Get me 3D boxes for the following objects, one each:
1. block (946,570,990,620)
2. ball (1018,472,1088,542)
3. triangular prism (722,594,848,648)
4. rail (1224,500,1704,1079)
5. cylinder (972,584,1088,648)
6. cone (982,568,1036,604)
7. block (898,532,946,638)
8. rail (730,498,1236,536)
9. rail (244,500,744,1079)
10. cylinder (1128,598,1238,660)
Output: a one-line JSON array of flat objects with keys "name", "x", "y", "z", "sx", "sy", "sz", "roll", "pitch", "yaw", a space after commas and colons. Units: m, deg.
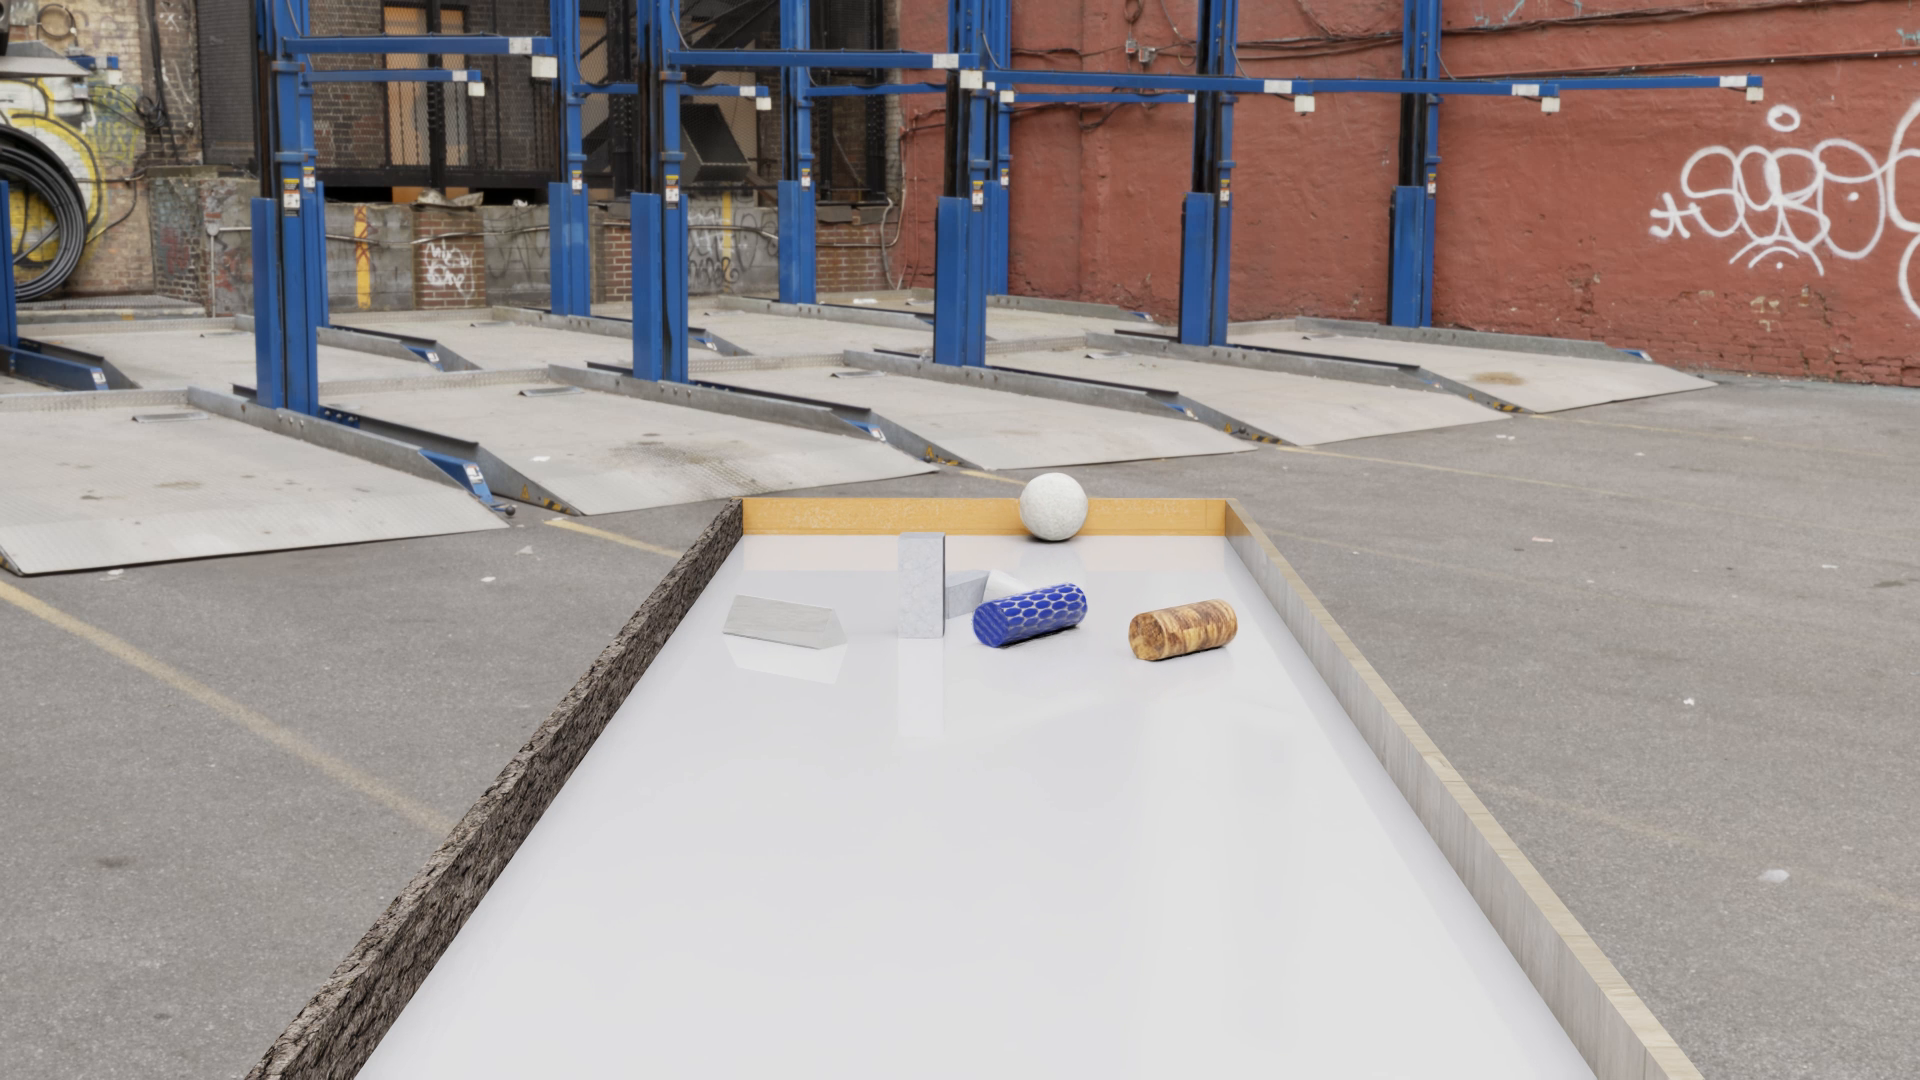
[{"name": "block", "x": 0.003, "y": 0.183, "z": 7.502, "sx": 0.110, "sy": 0.110, "sz": 0.339, "roll": 5, "pitch": 10, "yaw": 30}, {"name": "ball", "x": 0.380, "y": -0.135, "z": 8.970, "sx": 0.280, "sy": 0.280, "sz": 0.280, "roll": 0, "pitch": 9, "yaw": 0}, {"name": "triangular prism", "x": -0.561, "y": 0.252, "z": 7.016, "sx": 0.416, "sy": 0.119, "sz": 0.137, "roll": 7, "pitch": 11, "yaw": 38}, {"name": "rail", "x": 1.046, "y": 0.843, "z": 3.208, "sx": 0.050, "sy": 0.150, "sz": 12.000, "roll": 0, "pitch": 9, "yaw": 1}, {"name": "cylinder", "x": 0.228, "y": 0.239, "z": 7.048, "sx": 0.141, "sy": 0.141, "sz": 0.432, "roll": 7, "pitch": 11, "yaw": 37}, {"name": "cone", "x": 0.255, "y": 0.207, "z": 7.470, "sx": 0.328, "sy": 0.149, "sz": 0.149, "roll": 15, "pitch": 12, "yaw": 10}, {"name": "block", "x": -0.122, "y": 0.144, "z": 7.071, "sx": 0.142, "sy": 0.322, "sz": 0.142, "roll": 1, "pitch": 9, "yaw": 3}, {"name": "rail", "x": 0.099, "y": -0.098, "z": 9.147, "sx": 2.100, "sy": 0.150, "sz": 0.050, "roll": 0, "pitch": 9, "yaw": 1}, {"name": "rail", "x": -1.004, "y": 0.839, "z": 3.234, "sx": 0.050, "sy": 0.150, "sz": 12.000, "roll": 0, "pitch": 9, "yaw": 1}, {"name": "cylinder", "x": 0.691, "y": 0.276, "z": 6.799, "sx": 0.344, "sy": 0.148, "sz": 0.148, "roll": -8, "pitch": 12, "yaw": -43}]
